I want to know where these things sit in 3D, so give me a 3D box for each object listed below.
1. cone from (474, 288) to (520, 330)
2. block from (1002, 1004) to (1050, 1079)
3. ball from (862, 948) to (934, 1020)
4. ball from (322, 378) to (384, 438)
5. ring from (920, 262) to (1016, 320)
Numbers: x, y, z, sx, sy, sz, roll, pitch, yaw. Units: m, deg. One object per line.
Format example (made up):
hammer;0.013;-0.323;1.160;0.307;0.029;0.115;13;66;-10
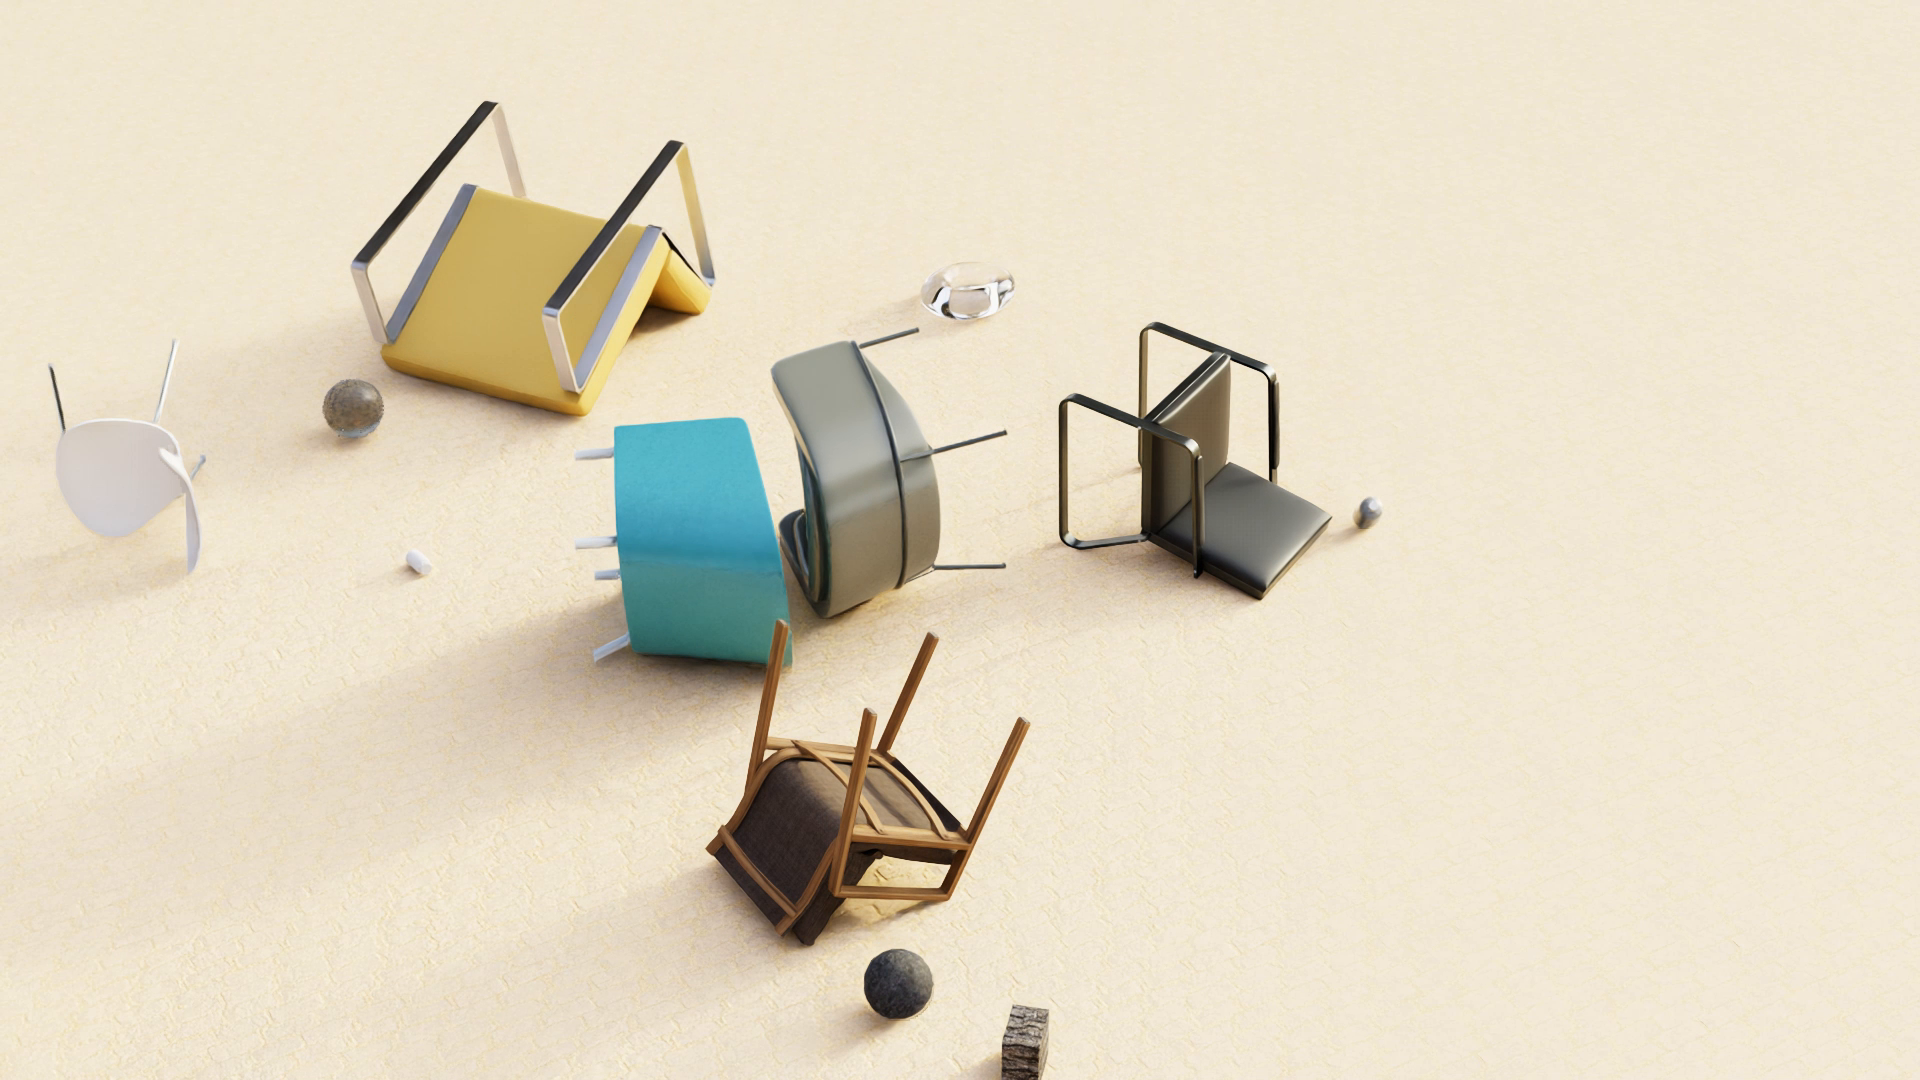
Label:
cone;-1.911;-0.939;12.306;0.205;0.150;0.177;-18;61;-24
block;0.191;1.479;8.542;0.110;0.174;0.163;7;34;10
ball;-0.185;1.324;8.745;0.209;0.209;0.209;0;33;0
ball;-2.382;-0.517;11.515;0.236;0.236;0.236;0;33;0
ring;0.035;-1.060;12.441;0.424;0.126;0.364;-19;37;-25
